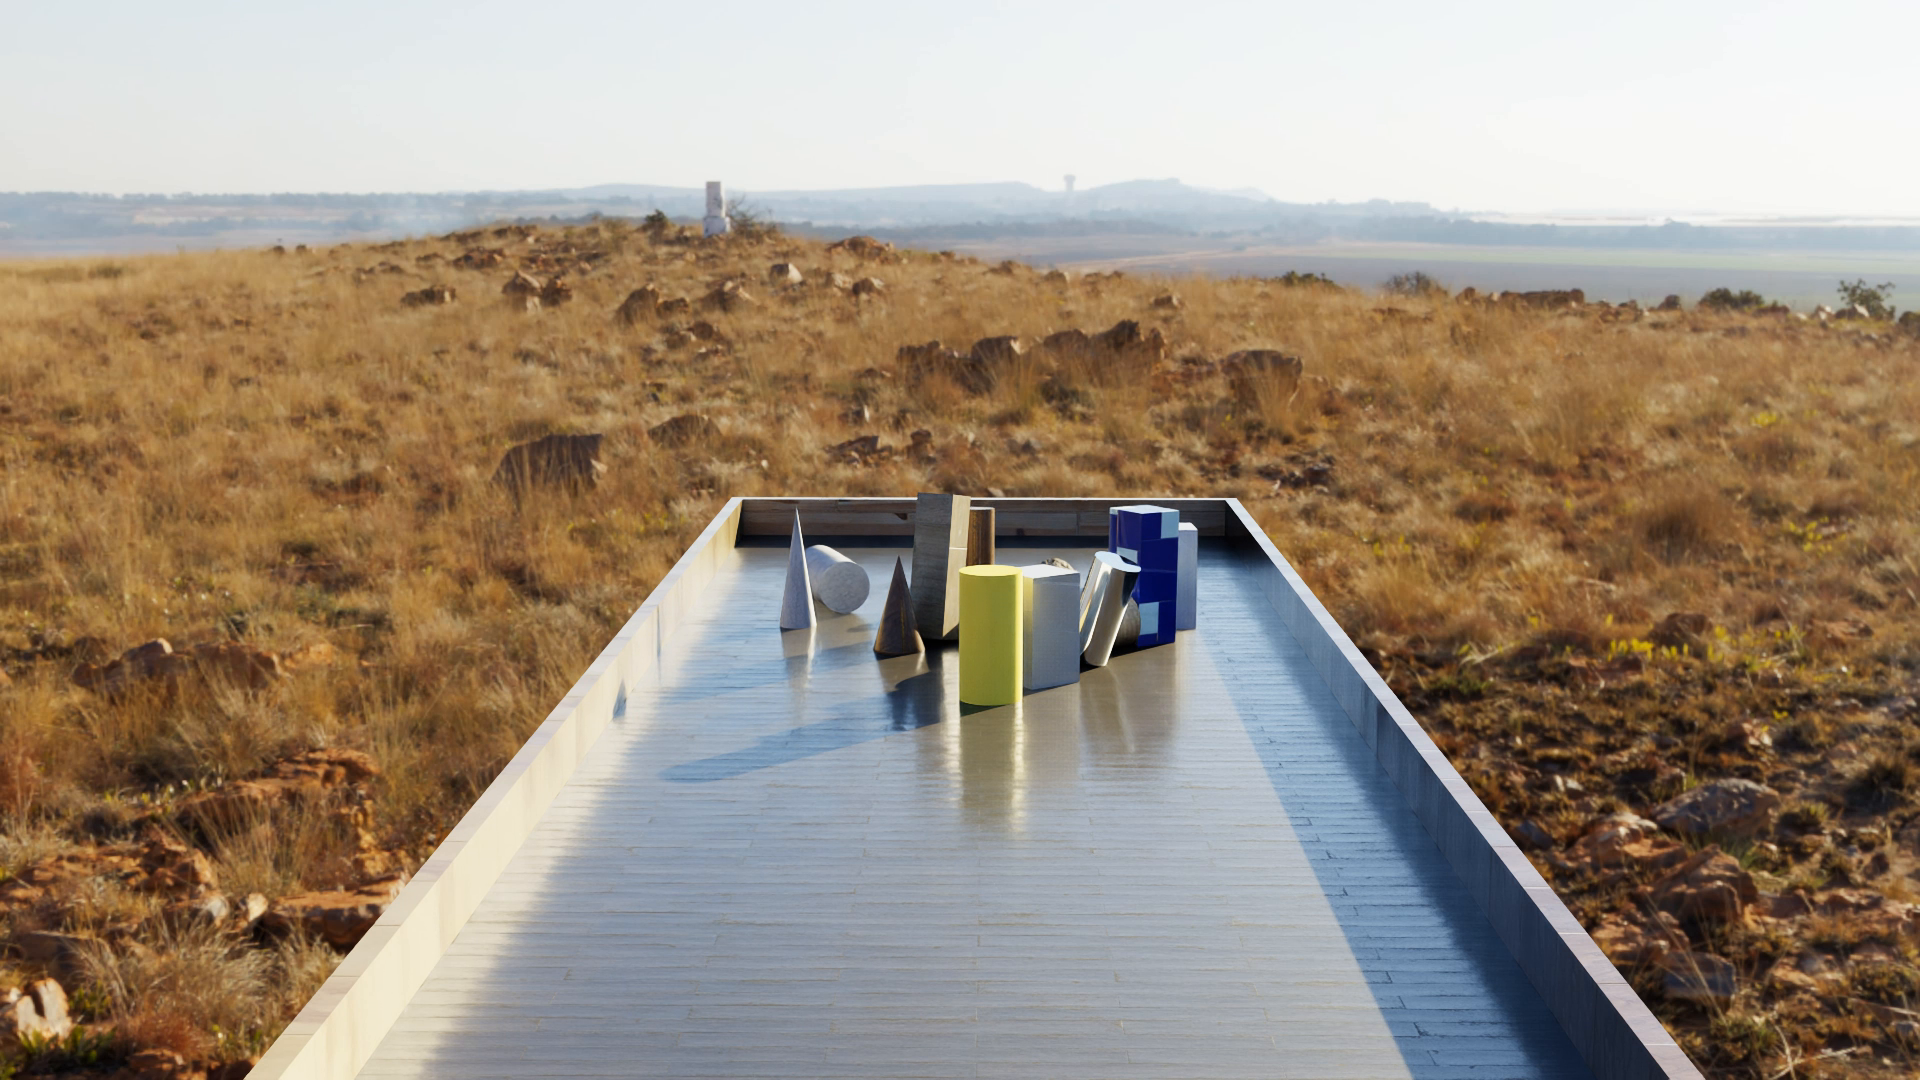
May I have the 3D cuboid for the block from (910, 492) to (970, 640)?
[{"bbox_3d":[-0.067,0.083,6.981,0.126,0.456,0.126,4,0,26],"label":"block"}]

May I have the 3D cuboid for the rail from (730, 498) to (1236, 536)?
[{"bbox_3d":[0.099,-0.098,9.147,2.100,0.150,0.050,0,9,1],"label":"rail"}]

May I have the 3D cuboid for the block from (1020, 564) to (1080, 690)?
[{"bbox_3d":[0.228,0.250,6.396,0.172,0.324,0.172,-6,11,-35],"label":"block"}]

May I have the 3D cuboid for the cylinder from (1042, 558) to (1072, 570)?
[{"bbox_3d":[0.331,0.166,7.505,0.144,0.144,0.398,0,9,0],"label":"cylinder"}]

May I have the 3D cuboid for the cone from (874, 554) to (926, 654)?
[{"bbox_3d":[-0.190,0.191,6.832,0.164,0.304,0.164,0,9,0],"label":"cone"}]

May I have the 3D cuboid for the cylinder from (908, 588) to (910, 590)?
[{"bbox_3d":[-0.028,0.184,7.495,0.111,0.111,0.368,7,12,38],"label":"cylinder"}]

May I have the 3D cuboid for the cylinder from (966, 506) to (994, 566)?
[{"bbox_3d":[0.045,0.085,7.227,0.137,0.380,0.137,0,5,0],"label":"cylinder"}]

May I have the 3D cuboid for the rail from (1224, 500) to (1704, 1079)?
[{"bbox_3d":[1.046,0.843,3.208,0.050,0.150,12.000,0,9,1],"label":"rail"}]

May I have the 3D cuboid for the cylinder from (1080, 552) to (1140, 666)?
[{"bbox_3d":[0.424,0.207,6.608,0.143,0.313,0.143,17,17,-5],"label":"cylinder"}]

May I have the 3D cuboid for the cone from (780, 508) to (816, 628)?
[{"bbox_3d":[-0.534,0.084,7.211,0.122,0.396,0.122,0,9,0],"label":"cone"}]

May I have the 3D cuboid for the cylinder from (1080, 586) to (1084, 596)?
[{"bbox_3d":[0.436,0.223,7.092,0.349,0.159,0.159,-9,13,-44],"label":"cylinder"}]

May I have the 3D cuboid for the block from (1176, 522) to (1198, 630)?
[{"bbox_3d":[0.690,0.117,7.224,0.154,0.327,0.154,0,9,-2],"label":"block"}]

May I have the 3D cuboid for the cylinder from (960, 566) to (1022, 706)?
[{"bbox_3d":[0.086,0.265,6.167,0.178,0.366,0.178,0,9,0],"label":"cylinder"}]

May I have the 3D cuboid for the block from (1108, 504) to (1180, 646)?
[{"bbox_3d":[0.577,0.111,6.952,0.155,0.421,0.155,-5,10,-36],"label":"block"}]

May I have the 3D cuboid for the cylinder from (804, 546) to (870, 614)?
[{"bbox_3d":[-0.445,0.133,7.603,0.178,0.178,0.359,-3,9,-18],"label":"cylinder"}]

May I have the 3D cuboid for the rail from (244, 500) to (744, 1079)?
[{"bbox_3d":[-1.004,0.839,3.234,0.050,0.150,12.000,0,9,1],"label":"rail"}]

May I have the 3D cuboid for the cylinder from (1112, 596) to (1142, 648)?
[{"bbox_3d":[0.335,0.268,6.787,0.434,0.167,0.167,-6,11,-32],"label":"cylinder"}]
